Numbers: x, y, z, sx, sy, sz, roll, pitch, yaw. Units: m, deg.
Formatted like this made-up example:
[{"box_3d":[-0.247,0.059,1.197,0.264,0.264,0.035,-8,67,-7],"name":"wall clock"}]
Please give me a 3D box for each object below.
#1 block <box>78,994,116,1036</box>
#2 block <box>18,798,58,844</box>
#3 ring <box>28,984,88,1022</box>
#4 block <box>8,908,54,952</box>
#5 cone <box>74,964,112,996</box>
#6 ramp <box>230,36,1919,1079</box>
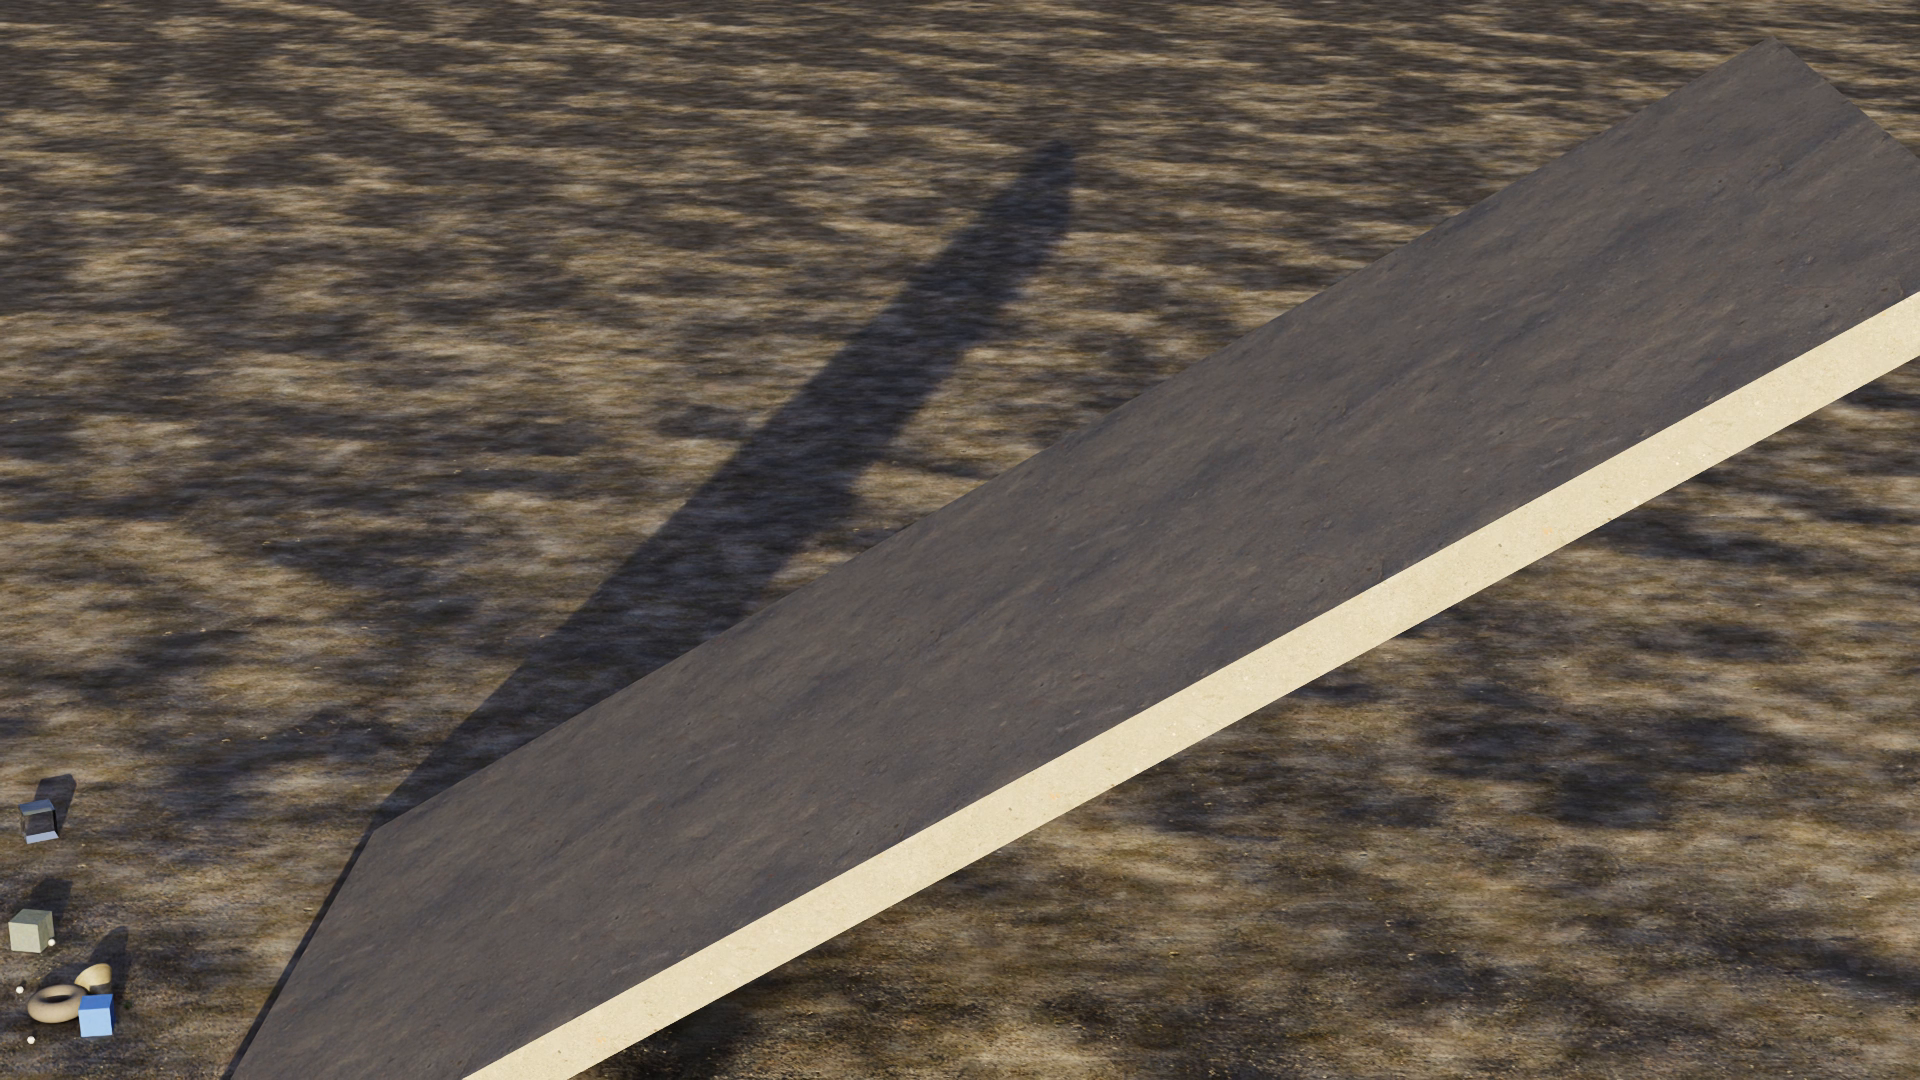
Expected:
[{"box_3d":[-2.002,1.103,6.826,0.069,0.069,0.069,-3,20,-8],"name":"block"},{"box_3d":[-2.451,0.747,7.819,0.081,0.081,0.081,-10,22,-26],"name":"block"},{"box_3d":[-2.117,1.088,6.904,0.142,0.047,0.142,-1,19,0],"name":"ring"},{"box_3d":[-2.280,0.959,7.224,0.076,0.076,0.076,3,20,9],"name":"block"},{"box_3d":[-2.030,1.070,6.958,0.096,0.096,0.096,-15,51,-37],"name":"cone"},{"box_3d":[0.141,0.169,6.289,4.000,0.100,2.000,-29,15,13],"name":"ramp"}]
